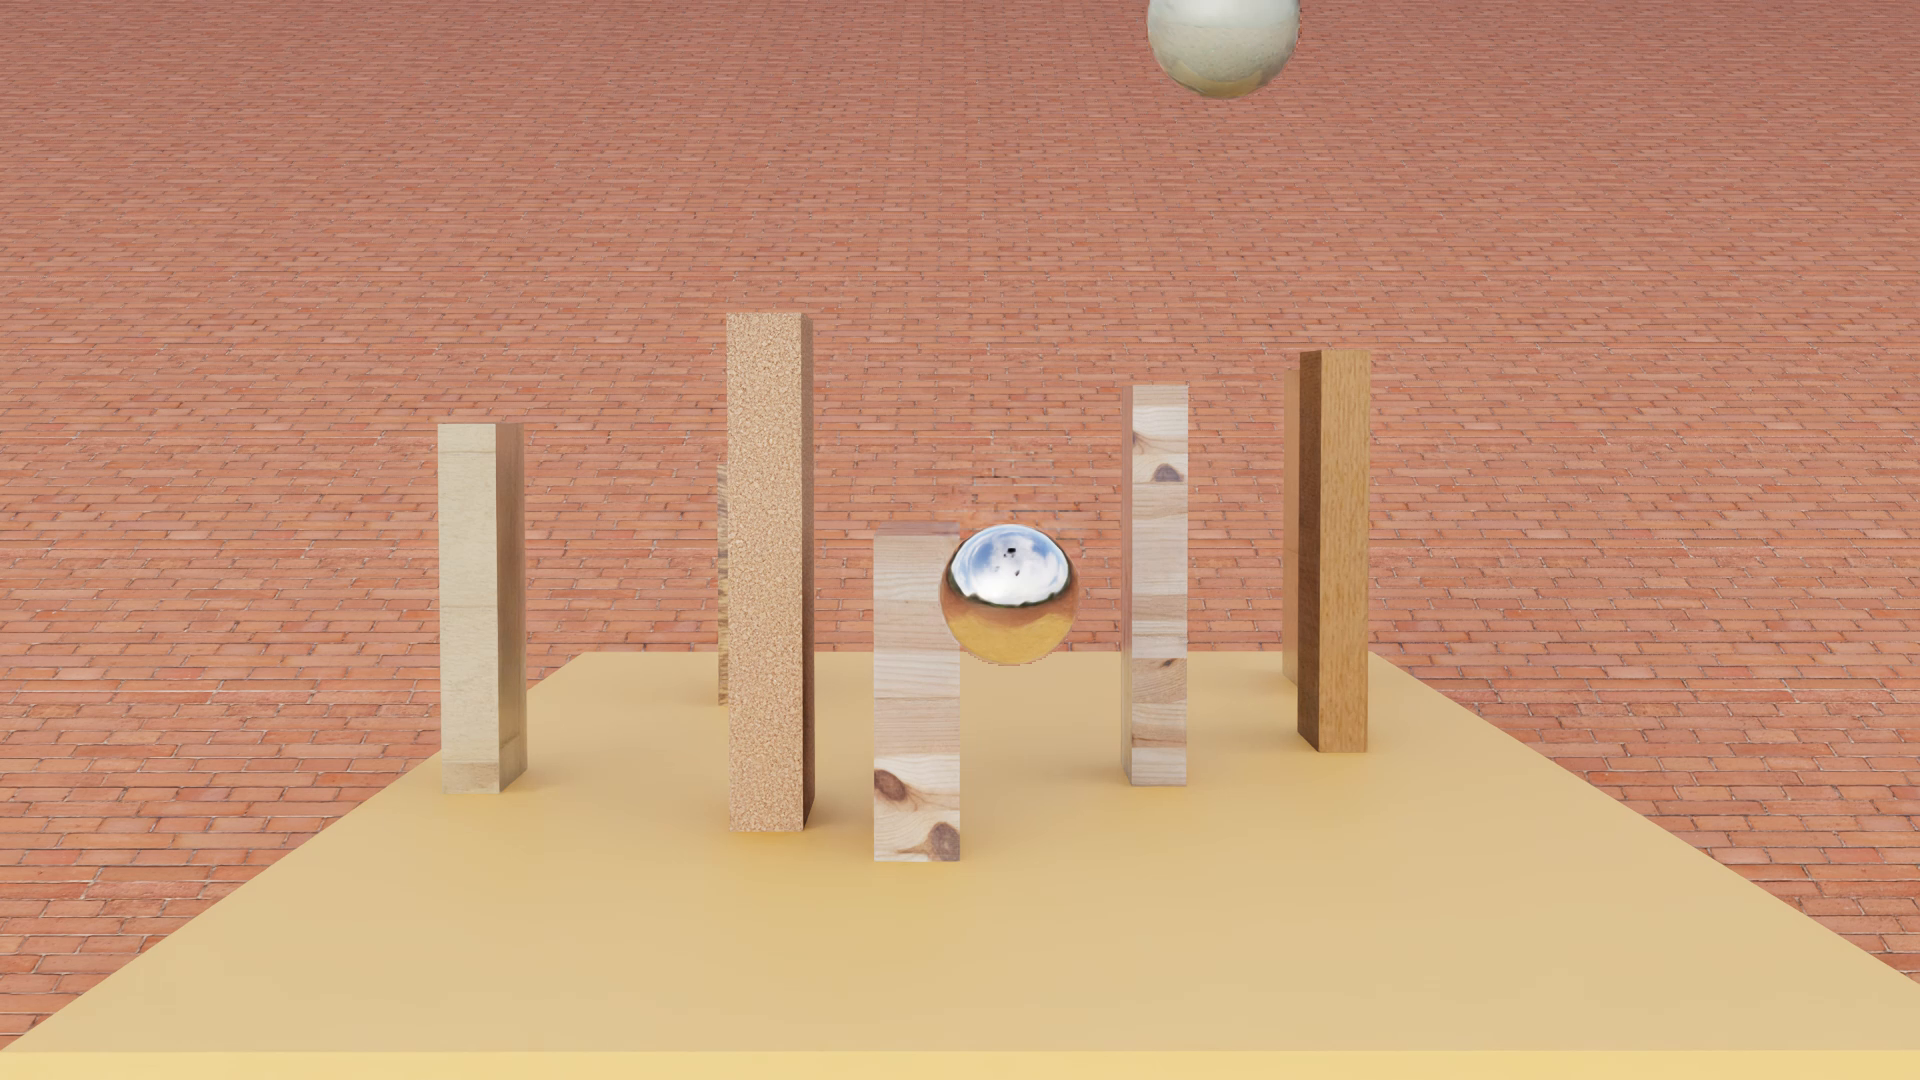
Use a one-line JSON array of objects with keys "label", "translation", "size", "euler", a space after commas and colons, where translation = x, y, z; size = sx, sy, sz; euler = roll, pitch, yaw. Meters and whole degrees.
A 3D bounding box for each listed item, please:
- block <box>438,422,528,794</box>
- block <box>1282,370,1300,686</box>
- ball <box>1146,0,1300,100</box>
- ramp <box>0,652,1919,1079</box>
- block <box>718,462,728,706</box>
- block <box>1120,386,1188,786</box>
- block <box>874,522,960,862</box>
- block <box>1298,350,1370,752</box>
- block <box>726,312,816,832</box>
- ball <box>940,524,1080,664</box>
[{"label": "block", "translation": [-0.797, 0.105, 4.306], "size": [0.093, 0.601, 0.277], "euler": [0, 3, 0]}, {"label": "block", "translation": [0.796, -0.028, 5.765], "size": [0.087, 0.706, 0.432], "euler": [0, 3, 0]}, {"label": "ball", "translation": [0.222, -0.437, 2.167], "size": [0.129, 0.129, 0.129], "euler": [0, 21, 0]}, {"label": "ramp", "translation": [0.049, 0.444, 4.532], "size": [2.000, 0.100, 4.000], "euler": [0, 3, 0]}, {"label": "block", "translation": [-0.456, 0.084, 5.575], "size": [0.100, 0.504, 0.427], "euler": [0, 3, 0]}, {"label": "block", "translation": [0.329, 0.069, 4.377], "size": [0.091, 0.664, 0.280], "euler": [0, 3, 0]}, {"label": "block", "translation": [-0.060, 0.210, 3.751], "size": [0.119, 0.453, 0.388], "euler": [0, 3, 0]}, {"label": "block", "translation": [0.695, 0.014, 4.790], "size": [0.088, 0.729, 0.294], "euler": [0, 3, 0]}, {"label": "block", "translation": [-0.288, 0.040, 3.962], "size": [0.109, 0.768, 0.328], "euler": [0, 3, 0]}, {"label": "ball", "translation": [0.056, 0.061, 2.906], "size": [0.159, 0.159, 0.159], "euler": [0, 21, 0]}]
